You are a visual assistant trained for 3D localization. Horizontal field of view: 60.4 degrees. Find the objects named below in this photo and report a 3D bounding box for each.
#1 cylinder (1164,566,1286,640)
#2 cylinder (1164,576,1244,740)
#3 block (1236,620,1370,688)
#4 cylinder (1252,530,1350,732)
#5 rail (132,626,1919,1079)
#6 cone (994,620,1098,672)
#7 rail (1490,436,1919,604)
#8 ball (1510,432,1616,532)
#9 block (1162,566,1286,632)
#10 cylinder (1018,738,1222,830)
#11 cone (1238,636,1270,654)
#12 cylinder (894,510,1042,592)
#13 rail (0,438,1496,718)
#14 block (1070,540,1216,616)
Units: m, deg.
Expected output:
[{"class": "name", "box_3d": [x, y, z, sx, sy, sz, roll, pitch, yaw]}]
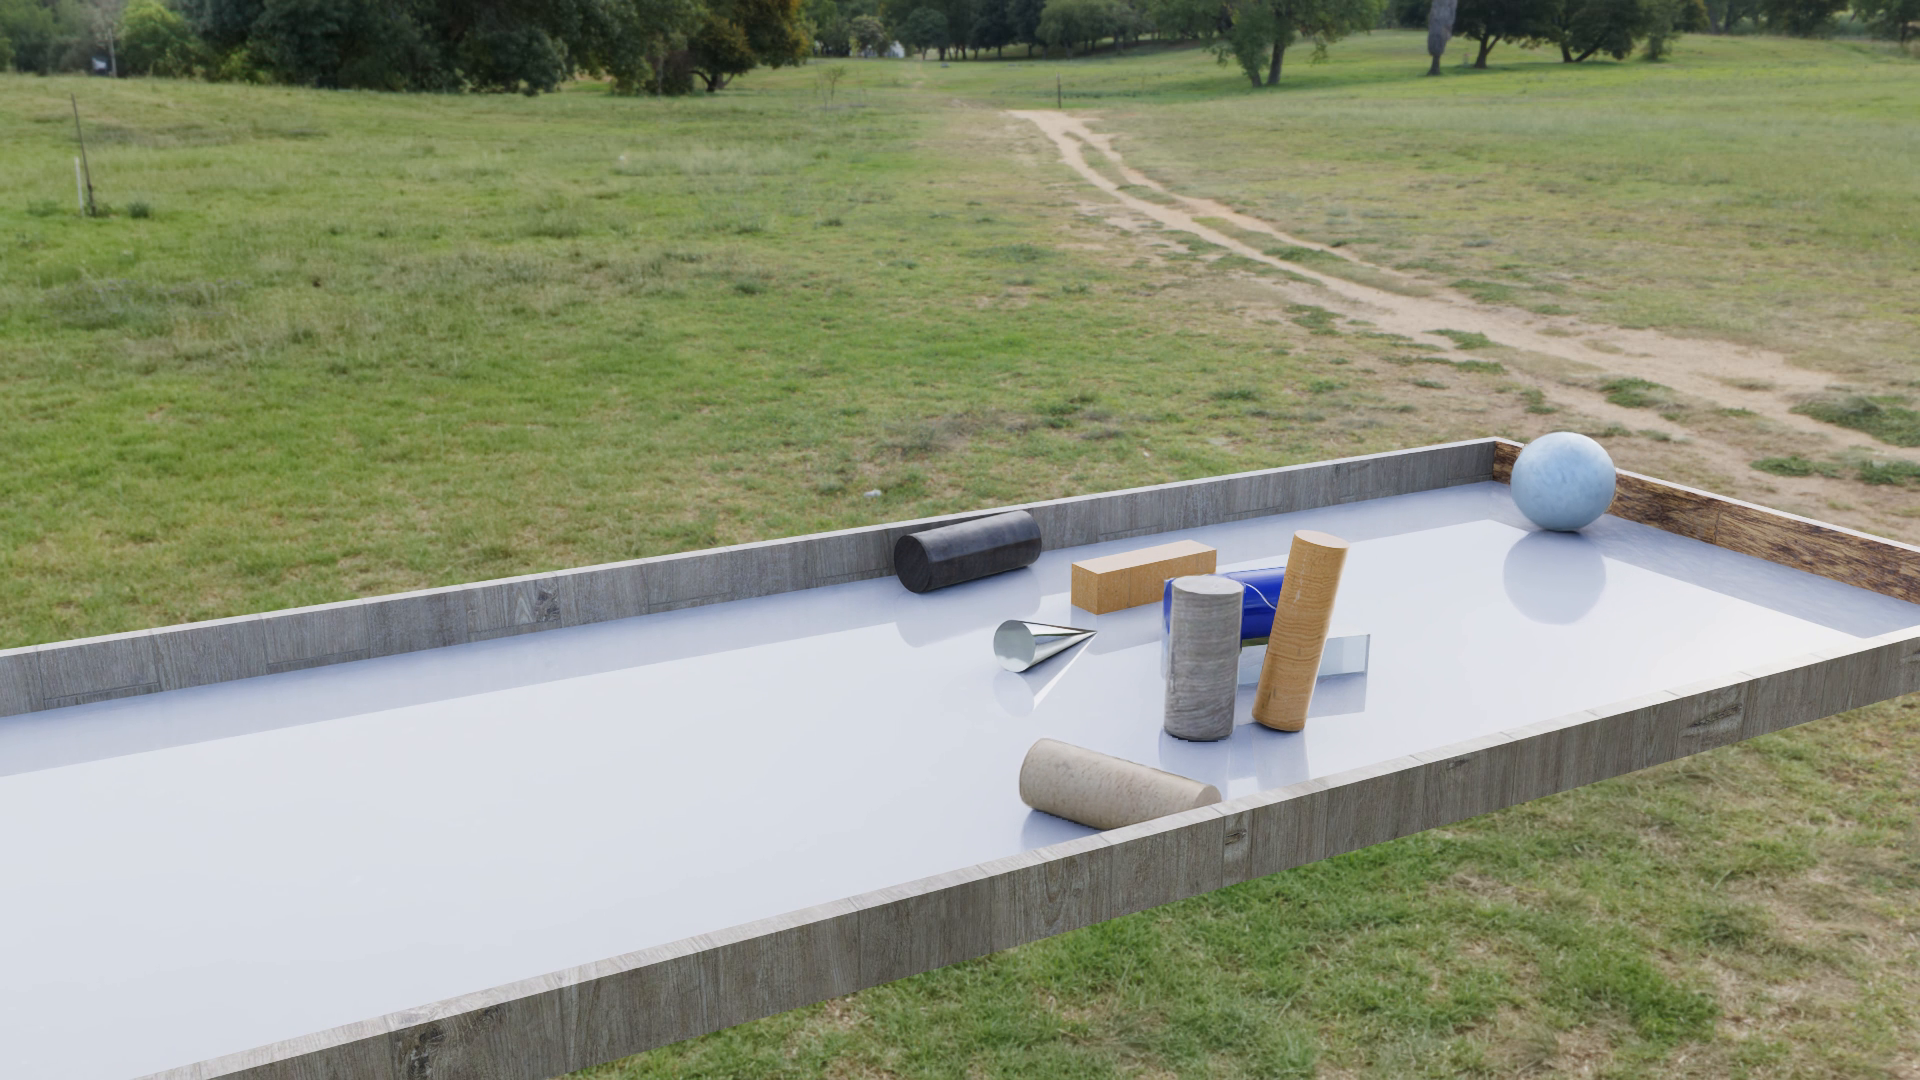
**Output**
[{"class": "cylinder", "box_3d": [0.682, 0.166, 4.114, 0.303, 0.170, 0.170, -5, 17, -18]}, {"class": "cylinder", "box_3d": [0.561, 0.270, 3.806, 0.162, 0.347, 0.162, 2, 14, 0]}, {"class": "block", "box_3d": [0.845, 0.288, 4.186, 0.371, 0.106, 0.106, -5, 17, -15]}, {"class": "cylinder", "box_3d": [0.786, 0.210, 3.816, 0.127, 0.449, 0.127, 10, 16, -3]}, {"class": "rail", "box_3d": [-2.336, 1.006, 1.665, 12.000, 0.150, 0.050, -9, 18, -27]}, {"class": "cone", "box_3d": [0.260, 0.259, 4.354, 0.134, 0.134, 0.390, 13, 11, 37]}, {"class": "rail", "box_3d": [2.466, -0.048, 5.253, 0.050, 0.150, 2.100, -9, 18, -27]}, {"class": "ball", "box_3d": [1.986, -0.193, 5.429, 0.327, 0.327, 0.327, 0, 16, 0]}, {"class": "block", "box_3d": [0.786, 0.173, 4.515, 0.441, 0.142, 0.142, -6, 17, -19]}, {"class": "cylinder", "box_3d": [0.321, 0.517, 3.335, 0.389, 0.147, 0.147, 12, 20, 35]}, {"class": "cone", "box_3d": [0.763, 0.252, 4.353, 0.401, 0.164, 0.164, 3, 12, -35]}, {"class": "cylinder", "box_3d": [0.027, 0.031, 4.945, 0.433, 0.172, 0.172, -13, 21, -37]}, {"class": "rail", "box_3d": [-3.305, 0.497, 3.399, 12.000, 0.150, 0.050, -9, 18, -27]}, {"class": "block", "box_3d": [0.535, 0.105, 4.782, 0.439, 0.122, 0.122, -10, 19, -32]}]
